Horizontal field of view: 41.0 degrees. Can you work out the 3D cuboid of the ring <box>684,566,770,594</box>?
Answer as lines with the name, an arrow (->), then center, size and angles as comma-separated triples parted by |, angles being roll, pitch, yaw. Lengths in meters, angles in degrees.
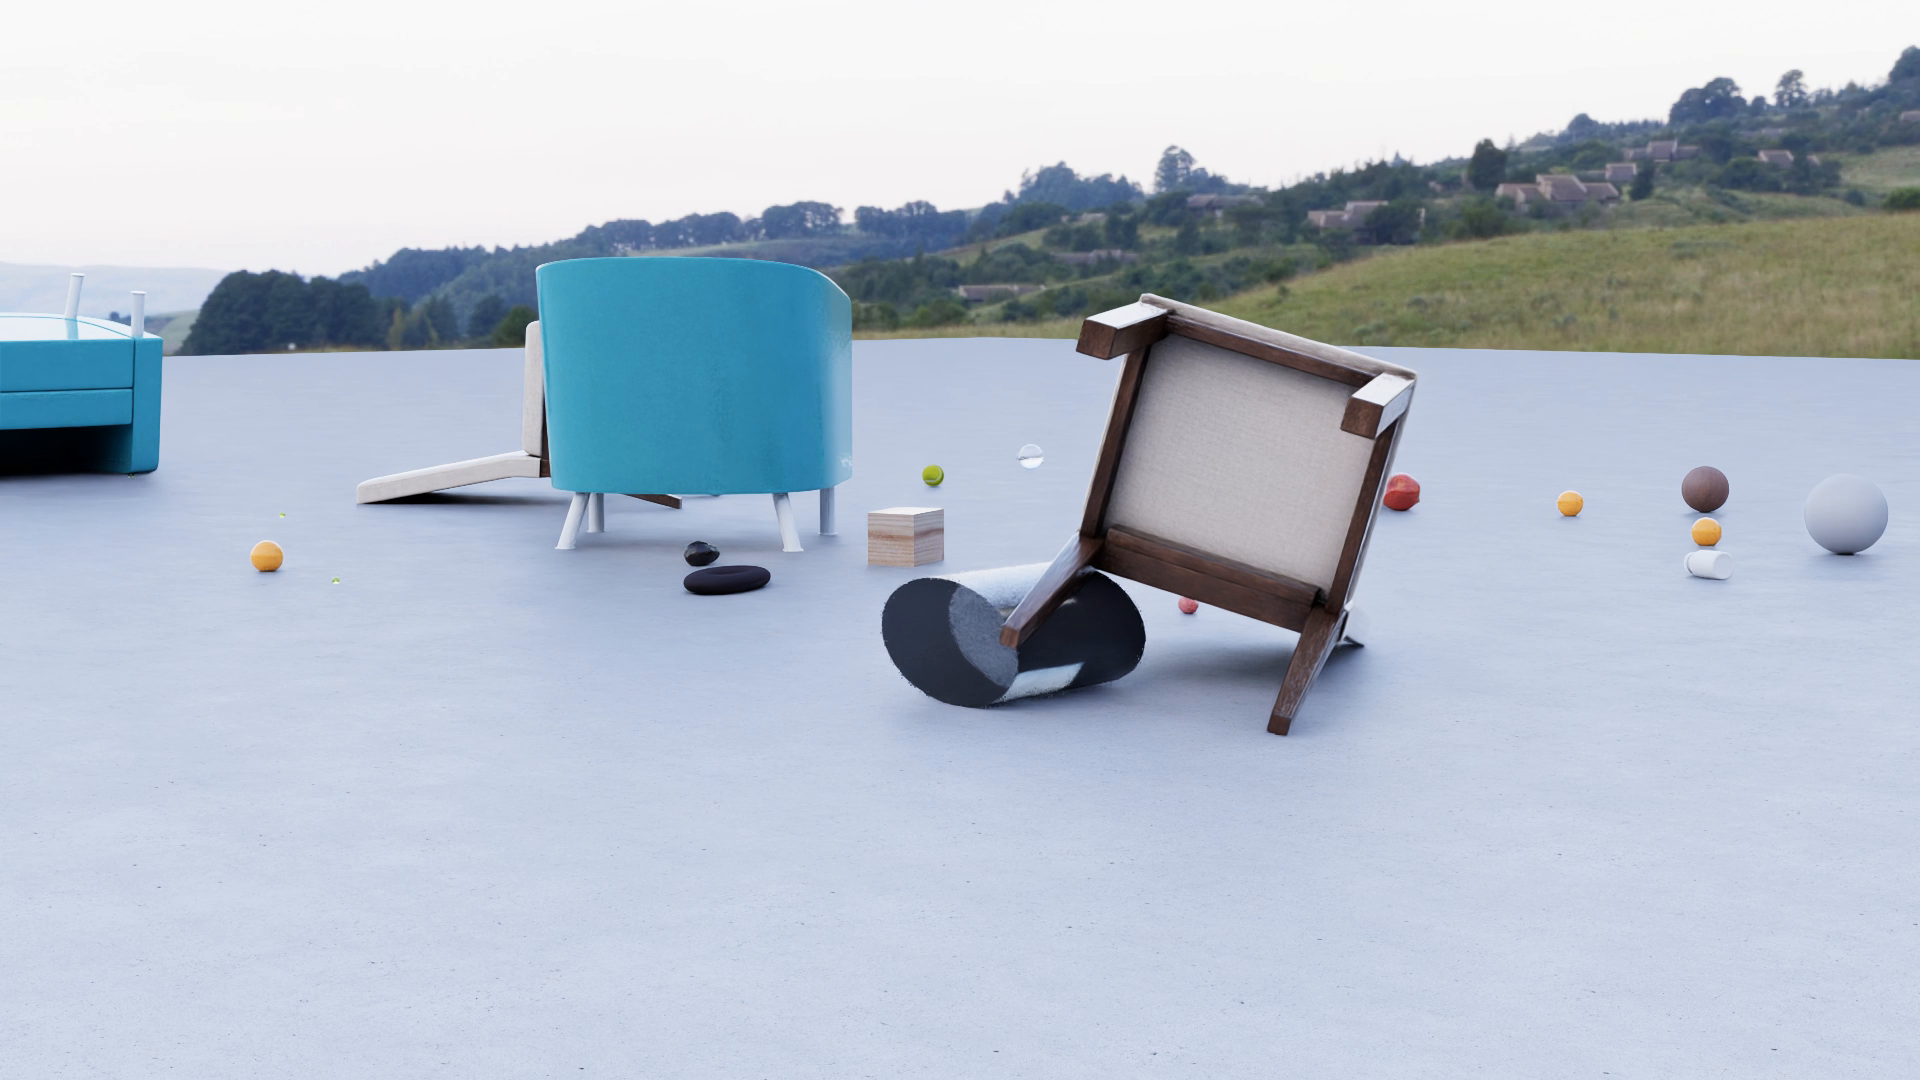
ring -> -0.491, 0.083, 5.417 | 0.152, 0.040, 0.285 | 3, 6, 21

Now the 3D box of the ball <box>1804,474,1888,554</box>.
ball -> 2.100, -0.062, 6.082 | 0.191, 0.191, 0.191 | 0, 6, 0

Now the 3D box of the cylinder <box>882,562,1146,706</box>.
cylinder -> 0.085, 0.145, 4.054 | 0.289, 0.191, 0.308 | 19, 17, 40

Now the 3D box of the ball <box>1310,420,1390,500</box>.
ball -> 1.150, -0.236, 7.556 | 0.234, 0.234, 0.234 | 0, 6, 0

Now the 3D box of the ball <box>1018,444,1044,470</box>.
ball -> 0.242, -0.283, 8.746 | 0.085, 0.085, 0.085 | 0, 6, 0

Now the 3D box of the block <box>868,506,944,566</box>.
block -> -0.124, -0.008, 5.910 | 0.116, 0.119, 0.162 | 3, 6, 25

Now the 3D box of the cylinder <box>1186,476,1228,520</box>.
cylinder -> 0.672, -0.114, 6.980 | 0.084, 0.106, 0.154 | -1, 23, -5
